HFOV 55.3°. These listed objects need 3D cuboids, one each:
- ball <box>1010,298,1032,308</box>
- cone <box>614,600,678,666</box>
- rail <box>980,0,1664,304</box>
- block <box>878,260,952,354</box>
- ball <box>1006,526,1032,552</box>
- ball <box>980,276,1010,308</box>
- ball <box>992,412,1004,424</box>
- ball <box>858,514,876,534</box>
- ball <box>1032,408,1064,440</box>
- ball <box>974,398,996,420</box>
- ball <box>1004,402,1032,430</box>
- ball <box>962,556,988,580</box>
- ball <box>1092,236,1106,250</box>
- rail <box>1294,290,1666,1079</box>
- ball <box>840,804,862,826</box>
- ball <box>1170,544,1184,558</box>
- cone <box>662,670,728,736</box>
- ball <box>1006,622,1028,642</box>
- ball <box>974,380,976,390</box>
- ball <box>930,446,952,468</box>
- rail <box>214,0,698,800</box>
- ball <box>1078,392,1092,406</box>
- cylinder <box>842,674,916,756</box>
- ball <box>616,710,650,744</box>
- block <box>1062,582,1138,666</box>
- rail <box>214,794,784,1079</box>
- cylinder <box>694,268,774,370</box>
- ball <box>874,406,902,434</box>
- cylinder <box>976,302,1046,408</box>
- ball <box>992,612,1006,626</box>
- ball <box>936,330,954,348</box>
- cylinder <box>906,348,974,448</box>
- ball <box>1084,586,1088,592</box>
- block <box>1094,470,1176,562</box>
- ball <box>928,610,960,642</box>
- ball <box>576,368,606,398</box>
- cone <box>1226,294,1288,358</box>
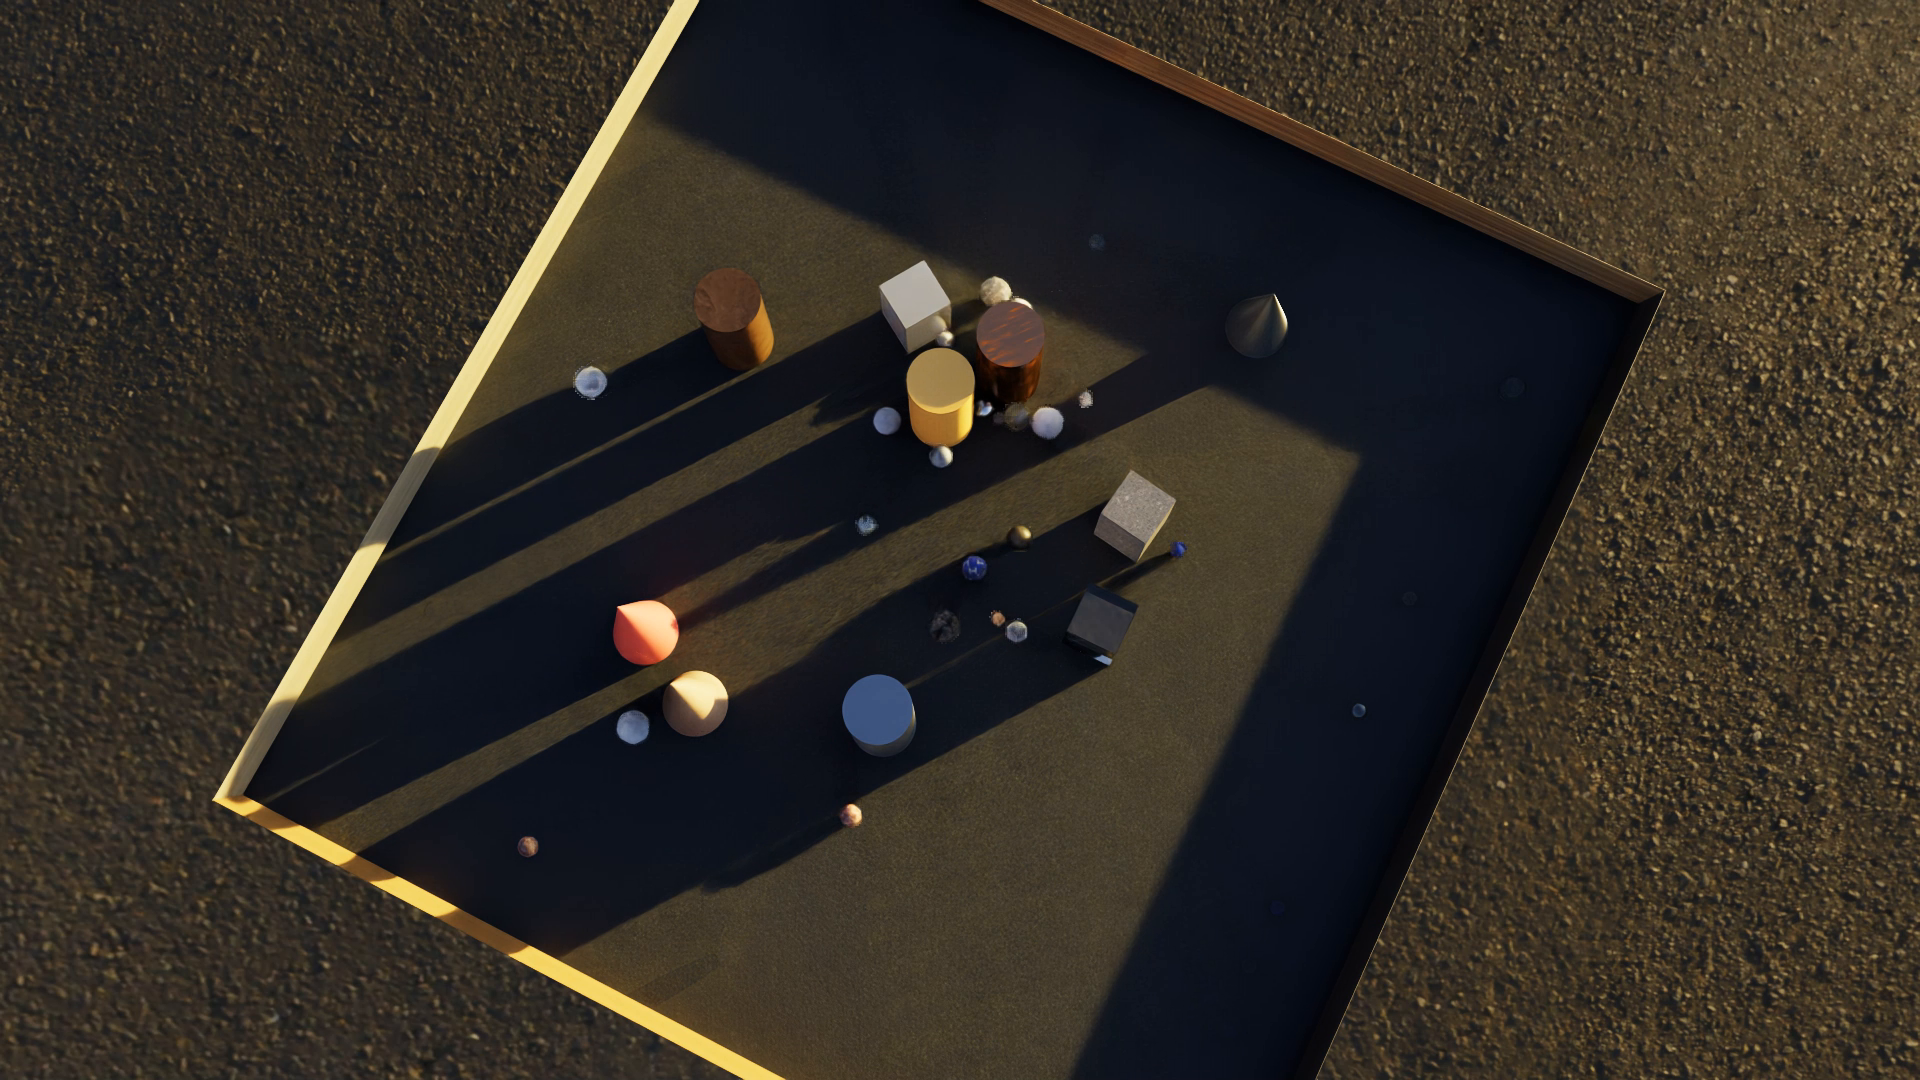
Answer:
[{"bbox_3d":[0.182,-0.707,5.716,0.092,0.092,0.092,0,78,0],"label":"ball"},{"bbox_3d":[-0.953,0.233,5.329,0.199,0.469,0.199,0,78,0],"label":"cone"},{"bbox_3d":[0.736,-1.435,5.847,3.193,0.129,0.045,26,80,5],"label":"rail"},{"bbox_3d":[-0.135,-0.713,5.635,0.159,0.252,0.159,-31,80,-6],"label":"block"},{"bbox_3d":[0.180,-0.005,5.578,0.078,0.078,0.078,0,78,0],"label":"ball"},{"bbox_3d":[0.110,-0.774,5.728,0.096,0.096,0.096,0,78,0],"label":"ball"},{"bbox_3d":[0.121,-0.378,5.674,0.040,0.040,0.040,0,78,0],"label":"ball"},{"bbox_3d":[-0.283,-0.048,5.597,0.058,0.058,0.058,0,78,0],"label":"ball"},{"bbox_3d":[0.269,-0.359,5.640,0.099,0.099,0.099,0,78,0],"label":"ball"},{"bbox_3d":[0.075,-0.406,5.666,0.067,0.067,0.067,0,78,0],"label":"ball"},{"bbox_3d":[0.179,-0.382,5.652,0.086,0.086,0.086,0,78,0],"label":"ball"},{"bbox_3d":[0.045,0.087,5.560,0.075,0.075,0.075,0,78,0],"label":"ball"},{"bbox_3d":[0.439,-0.938,5.788,0.046,0.046,0.046,0,78,0],"label":"ball"},{"bbox_3d":[1.407,0.696,5.406,0.045,0.129,3.339,26,80,5],"label":"rail"},{"bbox_3d":[-0.324,0.812,5.416,0.063,0.063,0.063,0,78,0],"label":"ball"},{"bbox_3d":[0.663,0.032,5.588,0.043,0.043,0.043,0,78,0],"label":"ball"},{"bbox_3d":[-0.797,0.444,5.280,0.199,0.479,0.199,0,78,0],"label":"cone"},{"bbox_3d":[0.172,0.277,5.526,0.064,0.064,0.064,0,78,0],"label":"ball"},{"bbox_3d":[0.024,-0.483,5.688,0.056,0.056,0.056,0,78,0],"label":"ball"},{"bbox_3d":[-0.059,-0.257,5.634,0.069,0.069,0.069,0,78,0],"label":"ball"},{"bbox_3d":[-1.407,-0.682,5.691,0.045,0.129,3.339,26,80,5],"label":"rail"},{"bbox_3d":[0.389,-0.437,5.686,0.041,0.041,0.041,0,78,0],"label":"ball"},{"bbox_3d":[-0.230,0.513,5.316,0.199,0.381,0.199,0,78,0],"label":"cylinder"},{"bbox_3d":[-0.972,0.556,5.451,0.099,0.099,0.099,0,78,0],"label":"ball"},{"bbox_3d":[0.415,0.251,5.440,0.159,0.245,0.159,25,79,5],"label":"block"},{"bbox_3d":[-0.736,1.448,5.250,3.193,0.129,0.045,26,80,5],"label":"rail"},{"bbox_3d":[-0.683,-0.665,5.559,0.199,0.382,0.199,0,78,0],"label":"cylinder"},{"bbox_3d":[-0.223,-0.367,5.649,0.086,0.086,0.086,0,78,0],"label":"ball"},{"bbox_3d":[0.147,-0.552,5.512,0.199,0.428,0.199,0,78,0],"label":"cylinder"},{"bbox_3d":[0.117,0.239,5.547,0.040,0.040,0.040,0,78,0],"label":"ball"},{"bbox_3d":[-0.044,-0.624,5.717,0.057,0.057,0.057,0,78,0],"label":"ball"},{"bbox_3d":[-0.056,-0.422,5.501,0.199,0.397,0.199,0,78,0],"label":"cylinder"},{"bbox_3d":[0.399,0.156,5.563,0.042,0.042,0.042,0,78,0],"label":"ball"},{"bbox_3d":[0.520,-0.068,5.482,0.159,0.291,0.159,35,80,7],"label":"block"},{"bbox_3d":[-0.050,0.258,5.515,0.094,0.094,0.094,0,78,0],"label":"ball"},{"bbox_3d":[-1.141,-0.488,5.670,0.094,0.094,0.094,0,78,0],"label":"ball"},{"bbox_3d":[0.932,-0.699,5.595,0.199,0.325,0.199,0,78,0],"label":"cone"}]
